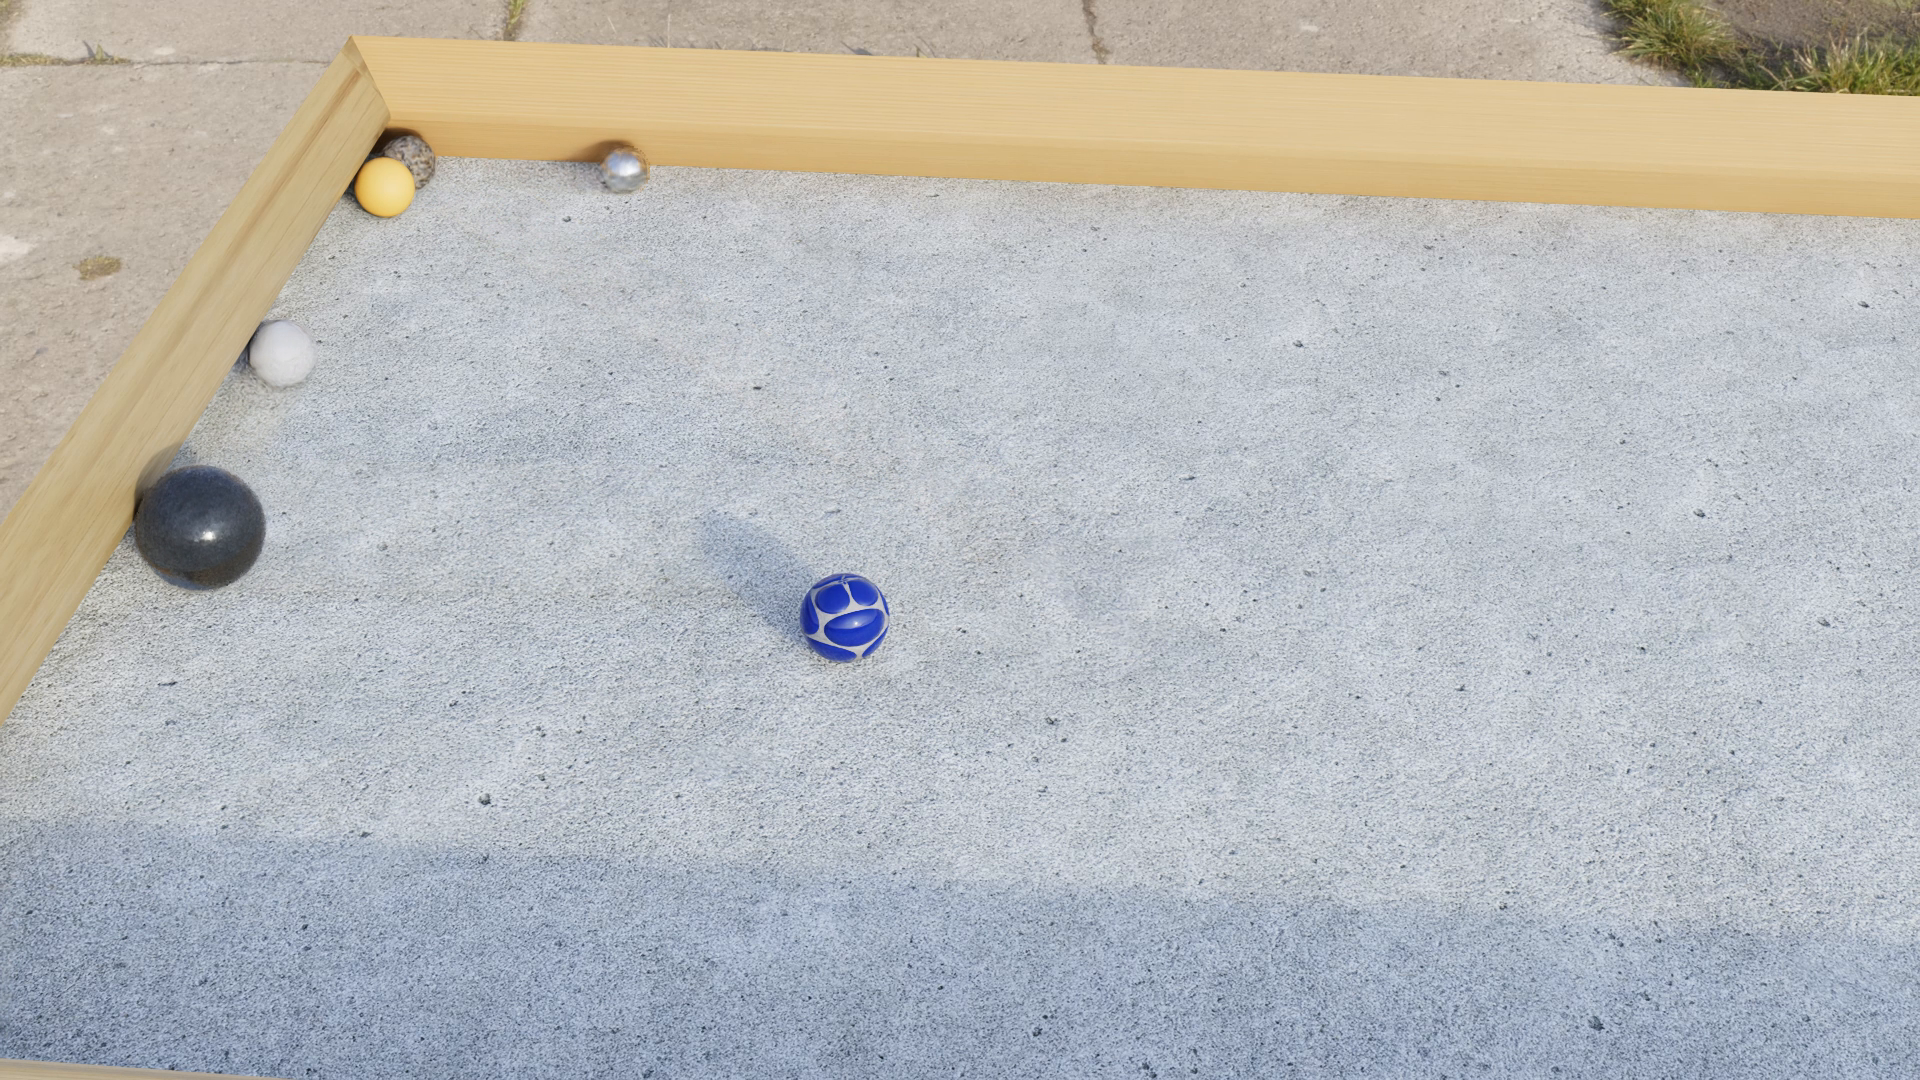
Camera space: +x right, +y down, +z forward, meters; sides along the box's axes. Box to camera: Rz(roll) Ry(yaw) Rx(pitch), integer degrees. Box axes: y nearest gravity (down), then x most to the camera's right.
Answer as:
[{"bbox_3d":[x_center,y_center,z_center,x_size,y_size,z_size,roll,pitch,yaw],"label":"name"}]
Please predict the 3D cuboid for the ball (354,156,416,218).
[{"bbox_3d":[-0.554,-0.340,2.471,0.057,0.057,0.057,0,35,0],"label":"ball"}]

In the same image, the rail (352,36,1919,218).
[{"bbox_3d":[0.728,-0.361,2.440,2.674,0.125,0.045,3,35,4],"label":"rail"}]

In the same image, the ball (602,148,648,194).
[{"bbox_3d":[-0.329,-0.362,2.513,0.045,0.045,0.045,0,35,0],"label":"ball"}]

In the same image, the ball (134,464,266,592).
[{"bbox_3d":[-0.579,-0.009,1.956,0.096,0.096,0.096,0,35,0],"label":"ball"}]

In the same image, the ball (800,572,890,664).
[{"bbox_3d":[-0.085,0.057,1.886,0.067,0.067,0.067,0,35,0],"label":"ball"}]

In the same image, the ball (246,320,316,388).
[{"bbox_3d":[-0.585,-0.160,2.211,0.057,0.057,0.057,0,35,0],"label":"ball"}]

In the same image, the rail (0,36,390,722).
[{"bbox_3d":[-0.642,-0.059,2.002,0.045,0.125,1.364,3,35,4],"label":"rail"}]

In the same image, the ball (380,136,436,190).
[{"bbox_3d":[-0.541,-0.370,2.517,0.054,0.054,0.054,0,35,0],"label":"ball"}]

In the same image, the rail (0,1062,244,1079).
[{"bbox_3d":[0.604,0.383,1.361,2.674,0.125,0.045,3,35,4],"label":"rail"}]
